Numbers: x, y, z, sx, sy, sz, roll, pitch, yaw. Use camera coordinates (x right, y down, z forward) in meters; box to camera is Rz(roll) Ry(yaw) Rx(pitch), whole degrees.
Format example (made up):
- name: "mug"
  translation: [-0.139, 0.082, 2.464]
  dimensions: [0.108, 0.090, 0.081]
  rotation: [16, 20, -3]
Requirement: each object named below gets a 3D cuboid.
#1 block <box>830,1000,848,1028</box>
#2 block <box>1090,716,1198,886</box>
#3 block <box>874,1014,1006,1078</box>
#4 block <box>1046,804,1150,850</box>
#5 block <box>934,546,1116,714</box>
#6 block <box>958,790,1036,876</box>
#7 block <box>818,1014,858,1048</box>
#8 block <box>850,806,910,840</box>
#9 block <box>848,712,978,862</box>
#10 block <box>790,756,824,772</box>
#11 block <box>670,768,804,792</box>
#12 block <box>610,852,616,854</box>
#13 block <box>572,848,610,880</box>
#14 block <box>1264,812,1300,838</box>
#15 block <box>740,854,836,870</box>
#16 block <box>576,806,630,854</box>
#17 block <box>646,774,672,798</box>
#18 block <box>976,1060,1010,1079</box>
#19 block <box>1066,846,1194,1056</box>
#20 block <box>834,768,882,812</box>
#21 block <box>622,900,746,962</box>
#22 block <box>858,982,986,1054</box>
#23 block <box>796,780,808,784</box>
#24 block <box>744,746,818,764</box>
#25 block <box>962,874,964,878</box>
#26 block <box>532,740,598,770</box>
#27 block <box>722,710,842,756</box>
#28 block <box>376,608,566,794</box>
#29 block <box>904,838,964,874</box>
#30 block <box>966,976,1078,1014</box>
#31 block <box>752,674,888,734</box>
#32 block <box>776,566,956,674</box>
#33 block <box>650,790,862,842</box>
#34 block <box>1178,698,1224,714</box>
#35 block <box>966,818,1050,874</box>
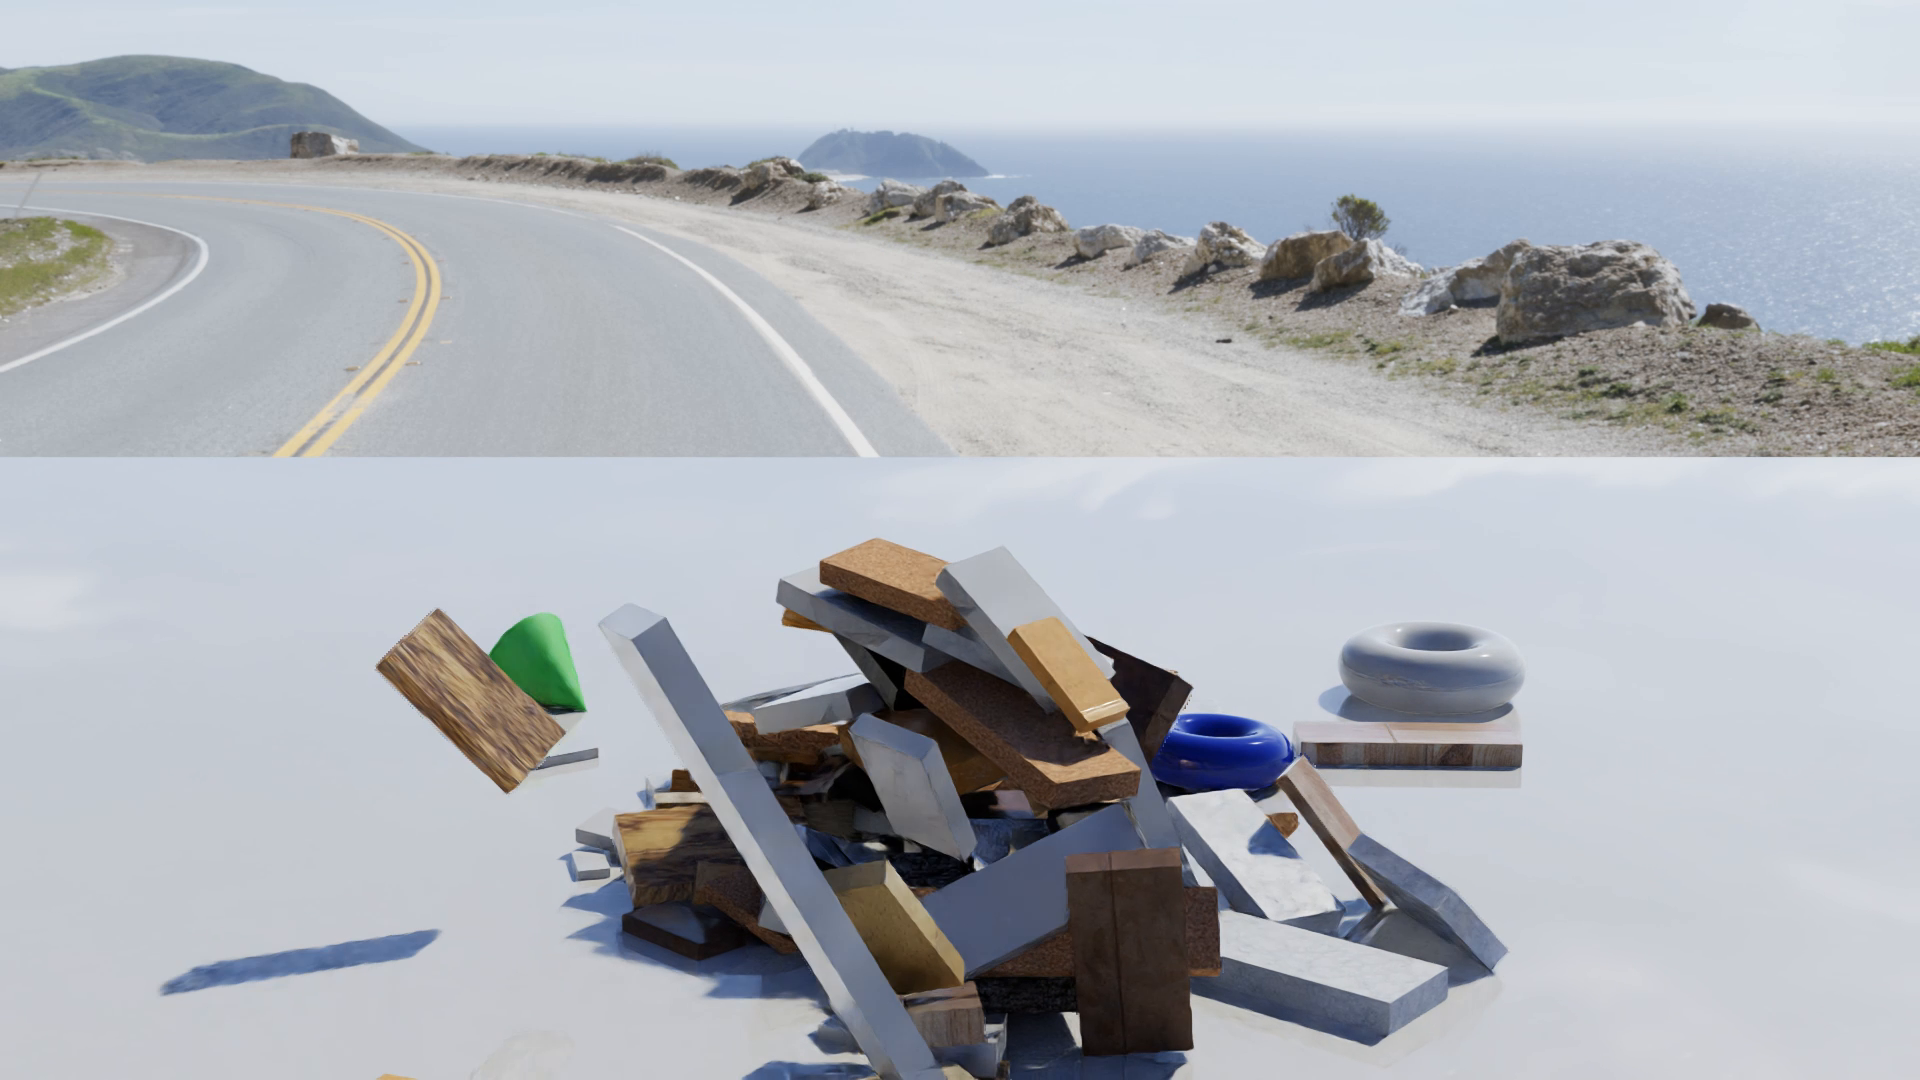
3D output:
- name: "block"
  translation: [-0.099, 0.658, 3.117]
  dimensions: [0.155, 0.022, 0.077]
  rotation: [-1, 14, -22]
- name: "block"
  translation: [0.299, 0.435, 3.571]
  dimensions: [0.049, 0.348, 0.174]
  rotation: [-24, 13, -3]
- name: "block"
  translation: [-0.021, 0.666, 2.919]
  dimensions: [0.153, 0.043, 0.305]
  rotation: [1, -5, 4]
- name: "block"
  translation: [0.206, 0.444, 3.232]
  dimensions: [0.117, 0.033, 0.235]
  rotation: [2, 14, -8]
- name: "block"
  translation: [0.105, 0.141, 3.548]
  dimensions: [0.145, 0.041, 0.291]
  rotation: [-19, 60, -45]
- name: "block"
  translation: [0.057, 0.471, 3.532]
  dimensions: [0.134, 0.038, 0.268]
  rotation: [0, 16, -8]
- name: "block"
  translation: [-0.127, 0.680, 3.127]
  dimensions: [0.077, 0.022, 0.155]
  rotation: [6, 12, 28]
- name: "block"
  translation: [-0.064, 0.482, 3.765]
  dimensions: [0.134, 0.038, 0.268]
  rotation: [-1, -1, -31]
- name: "block"
  translation: [-0.063, 0.344, 3.045]
  dimensions: [0.123, 0.247, 0.035]
  rotation: [18, 57, 31]
- name: "block"
  translation: [-0.251, 0.422, 4.390]
  dimensions: [0.303, 0.043, 0.152]
  rotation: [1, 9, -21]
- name: "block"
  translation: [-0.372, 0.464, 4.045]
  dimensions: [0.303, 0.043, 0.152]
  rotation: [6, -1, 41]
- name: "block"
  translation: [-0.563, 0.540, 3.896]
  dimensions: [0.109, 0.015, 0.054]
  rotation: [-1, 11, -5]
- name: "block"
  translation: [-0.637, 0.559, 3.793]
  dimensions: [0.054, 0.015, 0.109]
  rotation: [-3, 11, -16]
- name: "block"
  translation: [0.510, 0.511, 3.752]
  dimensions: [0.081, 0.023, 0.161]
  rotation: [-1, -31, -17]
- name: "block"
  translation: [-0.234, 0.527, 3.441]
  dimensions: [0.199, 0.028, 0.099]
  rotation: [23, 12, 17]
- name: "block"
  translation: [-0.568, 0.521, 3.872]
  dimensions: [0.194, 0.028, 0.097]
  rotation: [10, 22, 24]
- name: "block"
  translation: [-0.500, 0.471, 4.234]
  dimensions: [0.194, 0.028, 0.097]
  rotation: [-4, 11, -18]
- name: "block"
  translation: [-0.018, 0.698, 2.759]
  dimensions: [0.153, 0.043, 0.305]
  rotation: [1, -4, 3]
- name: "block"
  translation: [0.230, 0.559, 2.971]
  dimensions: [0.152, 0.304, 0.043]
  rotation: [-4, 26, 4]
- name: "block"
  translation: [-0.158, 0.426, 3.769]
  dimensions: [0.061, 0.017, 0.122]
  rotation: [-25, 28, -29]
- name: "block"
  translation: [-0.436, 0.614, 3.465]
  dimensions: [0.190, 0.027, 0.095]
  rotation: [10, 15, 43]
- name: "block"
  translation: [-0.051, 0.607, 2.806]
  dimensions: [0.153, 0.043, 0.305]
  rotation: [-5, -5, -2]
- name: "block"
  translation: [-0.275, 0.477, 4.244]
  dimensions: [0.092, 0.013, 0.046]
  rotation: [1, 11, 7]
- name: "block"
  translation: [-0.331, 0.391, 4.003]
  dimensions: [0.128, 0.018, 0.064]
  rotation: [8, -1, -30]
- name: "block"
  translation: [-0.032, 0.559, 3.511]
  dimensions: [0.175, 0.050, 0.350]
  rotation: [-1, -1, -8]
- name: "block"
  translation: [-0.814, 0.434, 4.450]
  dimensions: [0.147, 0.021, 0.073]
  rotation: [-8, 13, -37]
- name: "block"
  translation: [-0.333, 0.378, 4.266]
  dimensions: [0.321, 0.046, 0.161]
  rotation: [6, 1, 9]
- name: "block"
  translation: [-0.790, 0.260, 3.562]
  dimensions: [0.041, 0.291, 0.145]
  rotation: [-39, 9, 38]
- name: "block"
  translation: [-0.009, 0.517, 3.646]
  dimensions: [0.134, 0.038, 0.268]
  rotation: [-1, -1, -9]
- name: "block"
  translation: [0.065, 0.621, 3.232]
  dimensions: [0.175, 0.050, 0.350]
  rotation: [1, 4, -12]
- name: "block"
  translation: [-0.212, 0.284, 3.934]
  dimensions: [0.176, 0.050, 0.353]
  rotation: [-18, 1, -34]
- name: "block"
  translation: [-0.140, 0.127, 3.738]
  dimensions: [0.318, 0.045, 0.159]
  rotation: [24, 26, 30]
- name: "block"
  translation: [-0.351, 0.486, 3.839]
  dimensions: [0.382, 0.100, 0.028]
  rotation: [1, 31, -21]
- name: "block"
  translation: [0.431, 0.376, 4.726]
  dimensions: [0.251, 0.036, 0.126]
  rotation: [-1, 11, -3]
- name: "block"
  translation: [0.109, 0.520, 3.253]
  dimensions: [0.175, 0.050, 0.350]
  rotation: [2, 21, -6]
